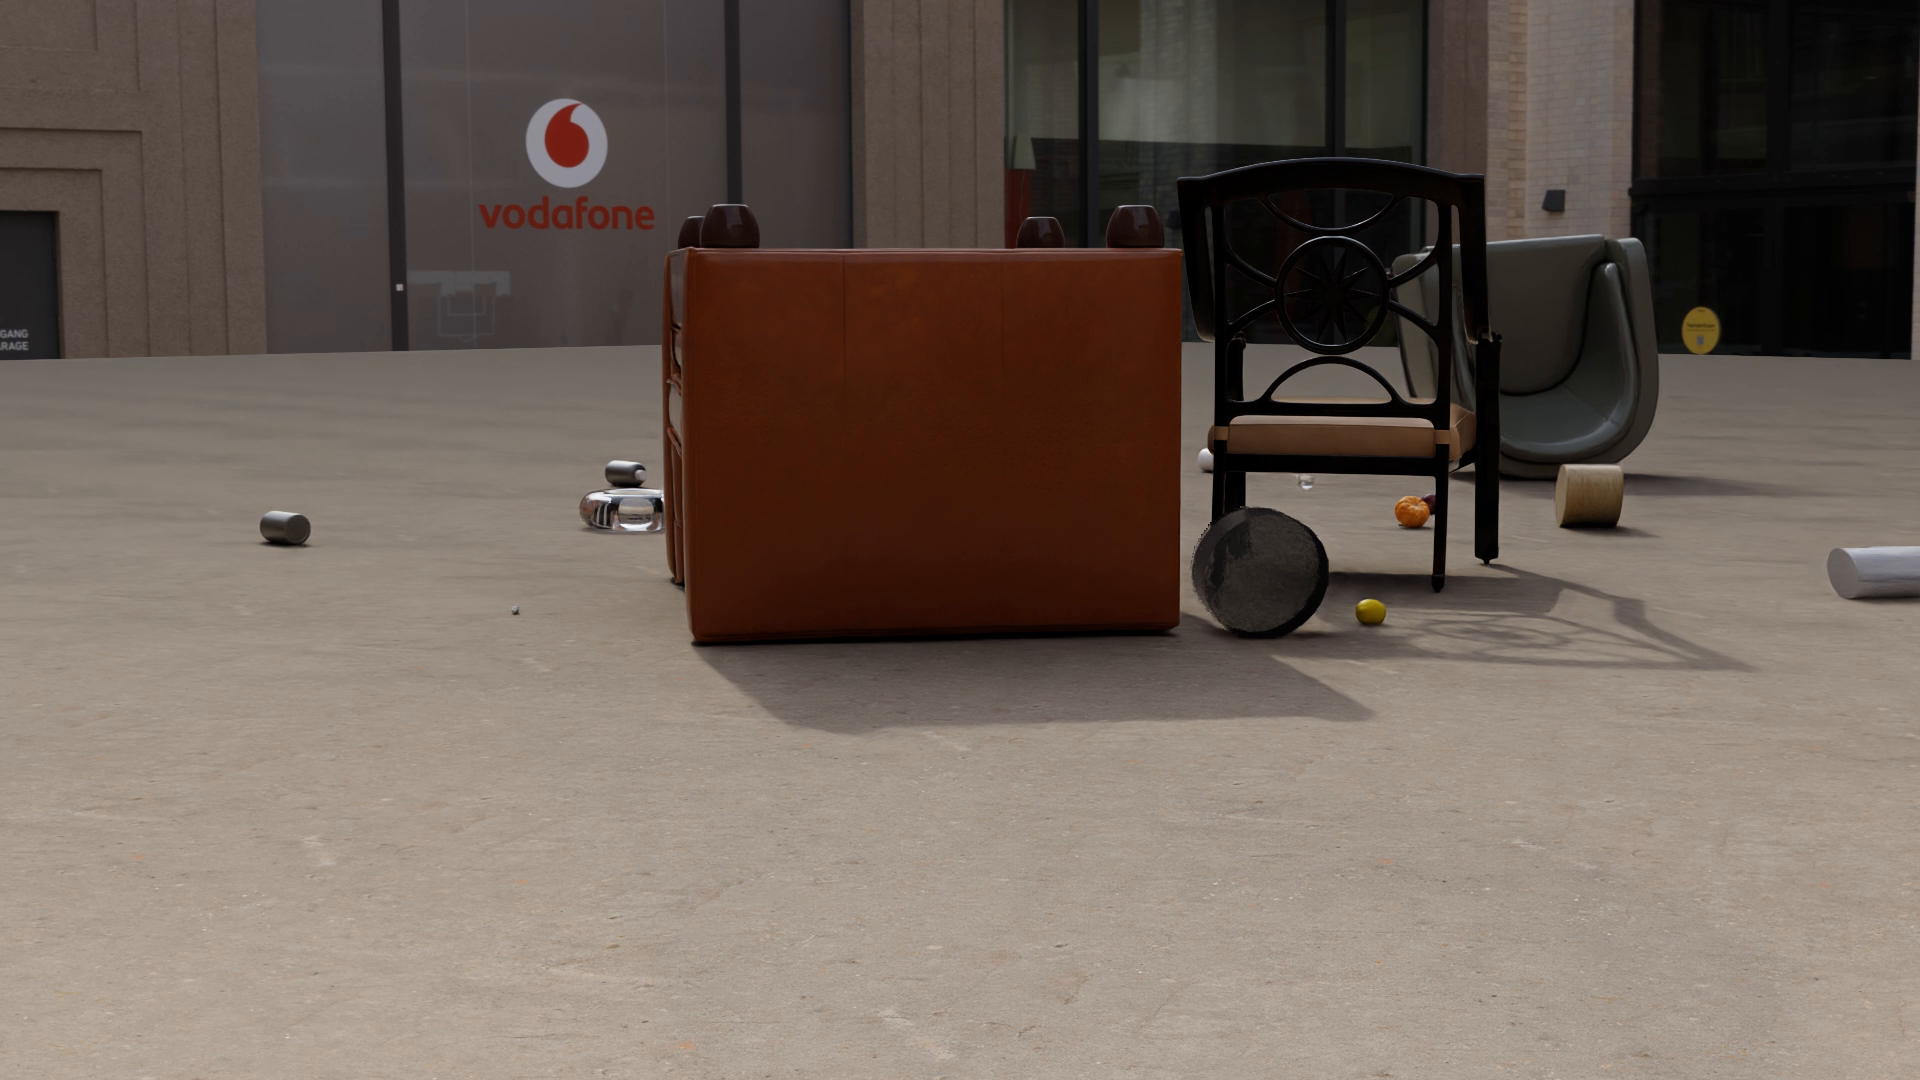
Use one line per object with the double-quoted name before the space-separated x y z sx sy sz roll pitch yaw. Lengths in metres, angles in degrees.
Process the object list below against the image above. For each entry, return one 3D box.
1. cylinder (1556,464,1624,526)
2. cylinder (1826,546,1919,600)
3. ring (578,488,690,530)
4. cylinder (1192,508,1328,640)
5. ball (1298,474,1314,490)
"cylinder" 1.649 -0.117 6.730 0.144 0.143 0.205 0 -30 4
"cylinder" 1.900 0.066 5.274 0.192 0.091 0.123 -1 40 -14
"ring" -0.854 -0.081 6.738 0.297 0.096 0.253 -2 7 -26
"cylinder" 0.552 0.059 4.731 0.235 0.220 0.160 -42 6 2
"ball" 1.070 -0.182 7.932 0.050 0.050 0.050 0 6 0
